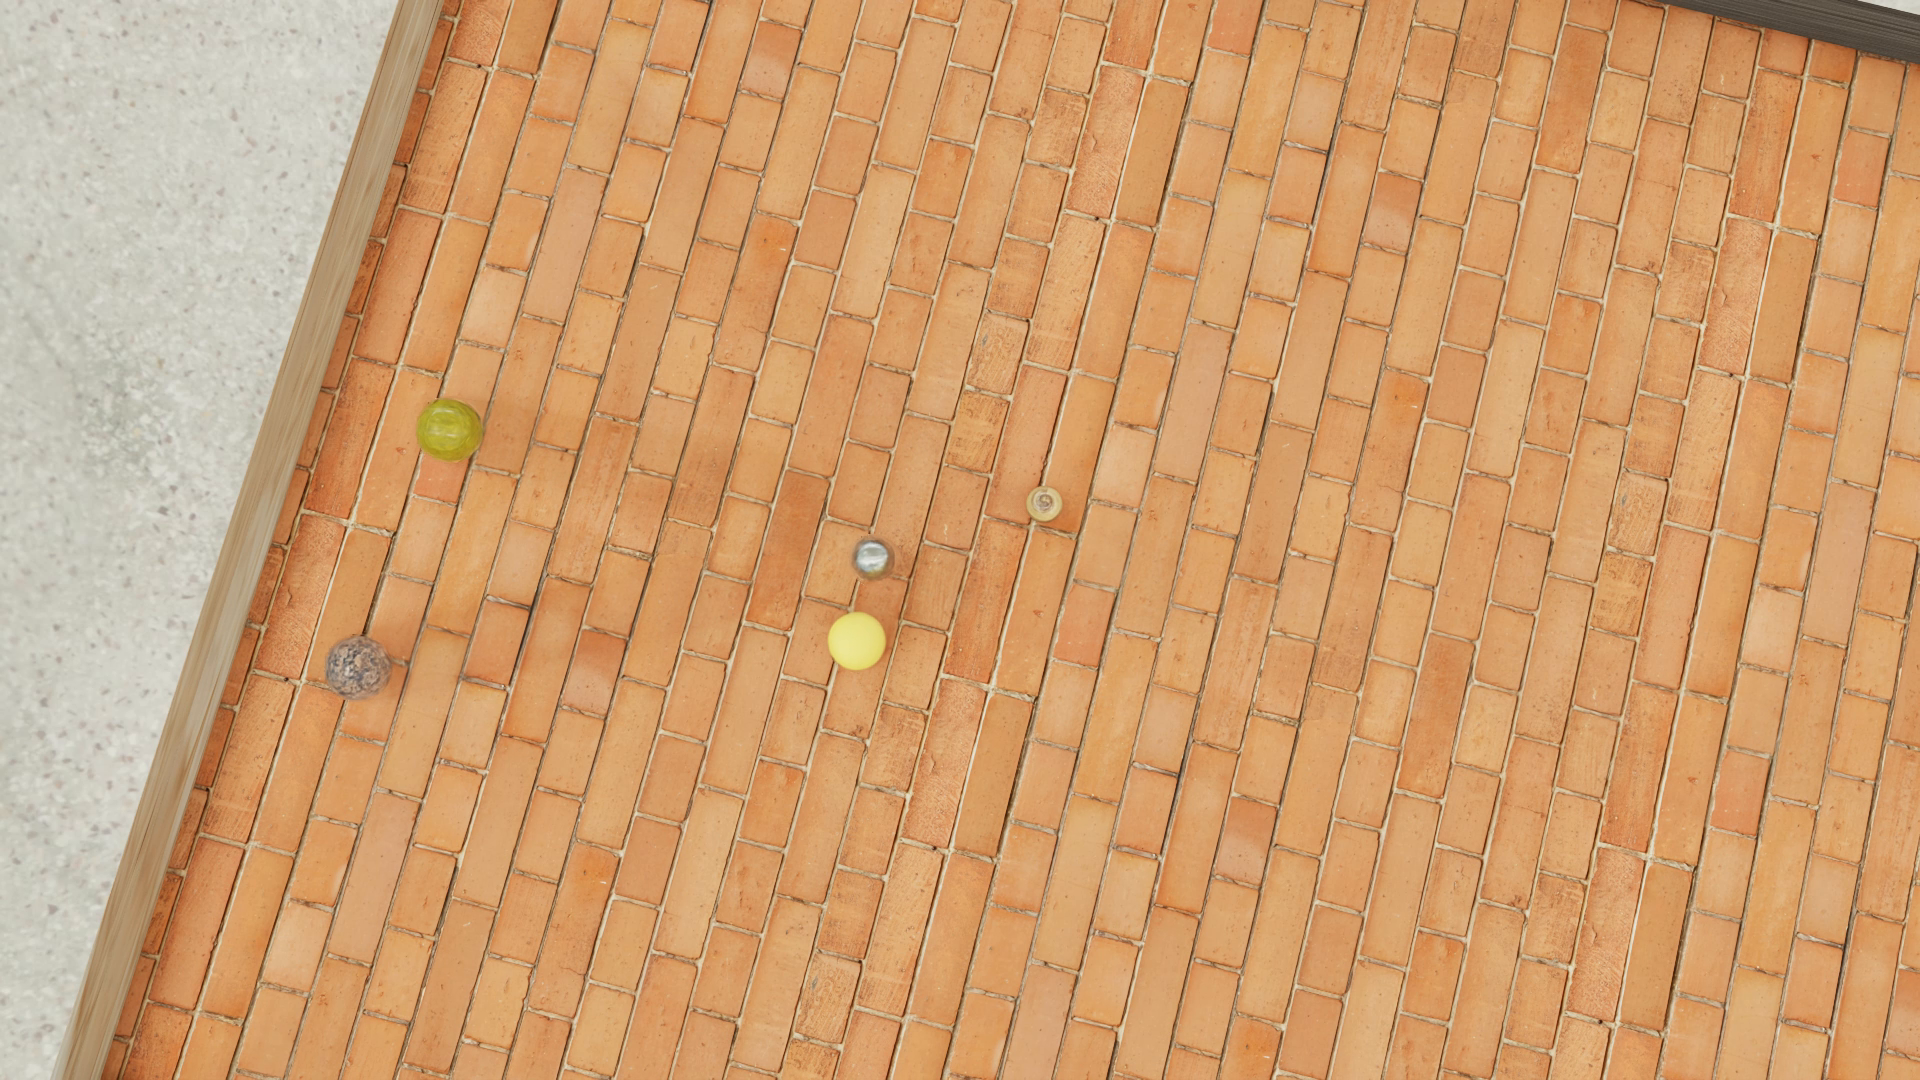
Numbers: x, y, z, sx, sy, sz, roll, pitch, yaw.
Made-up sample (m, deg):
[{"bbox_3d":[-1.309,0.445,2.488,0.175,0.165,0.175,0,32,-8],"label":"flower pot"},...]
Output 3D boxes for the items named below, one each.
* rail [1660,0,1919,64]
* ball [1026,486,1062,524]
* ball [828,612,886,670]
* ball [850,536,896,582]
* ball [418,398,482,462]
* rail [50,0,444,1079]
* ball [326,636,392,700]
[{"bbox_3d":[1.277,-0.809,3.403,4.130,0.125,0.045,14,80,3],"label":"rail"},{"bbox_3d":[0.126,-0.053,3.303,0.056,0.056,0.056,0,80,0],"label":"ball"},{"bbox_3d":[-0.152,0.149,3.252,0.085,0.085,0.085,0,80,0],"label":"ball"},{"bbox_3d":[-0.130,0.029,3.282,0.067,0.067,0.067,0,80,0],"label":"ball"},{"bbox_3d":[-0.766,-0.164,3.303,0.096,0.096,0.096,0,80,0],"label":"ball"},{"bbox_3d":[-0.977,-0.253,3.303,0.045,0.125,2.269,14,80,3],"label":"rail"},{"bbox_3d":[-0.885,0.189,3.240,0.094,0.094,0.094,0,80,0],"label":"ball"}]
